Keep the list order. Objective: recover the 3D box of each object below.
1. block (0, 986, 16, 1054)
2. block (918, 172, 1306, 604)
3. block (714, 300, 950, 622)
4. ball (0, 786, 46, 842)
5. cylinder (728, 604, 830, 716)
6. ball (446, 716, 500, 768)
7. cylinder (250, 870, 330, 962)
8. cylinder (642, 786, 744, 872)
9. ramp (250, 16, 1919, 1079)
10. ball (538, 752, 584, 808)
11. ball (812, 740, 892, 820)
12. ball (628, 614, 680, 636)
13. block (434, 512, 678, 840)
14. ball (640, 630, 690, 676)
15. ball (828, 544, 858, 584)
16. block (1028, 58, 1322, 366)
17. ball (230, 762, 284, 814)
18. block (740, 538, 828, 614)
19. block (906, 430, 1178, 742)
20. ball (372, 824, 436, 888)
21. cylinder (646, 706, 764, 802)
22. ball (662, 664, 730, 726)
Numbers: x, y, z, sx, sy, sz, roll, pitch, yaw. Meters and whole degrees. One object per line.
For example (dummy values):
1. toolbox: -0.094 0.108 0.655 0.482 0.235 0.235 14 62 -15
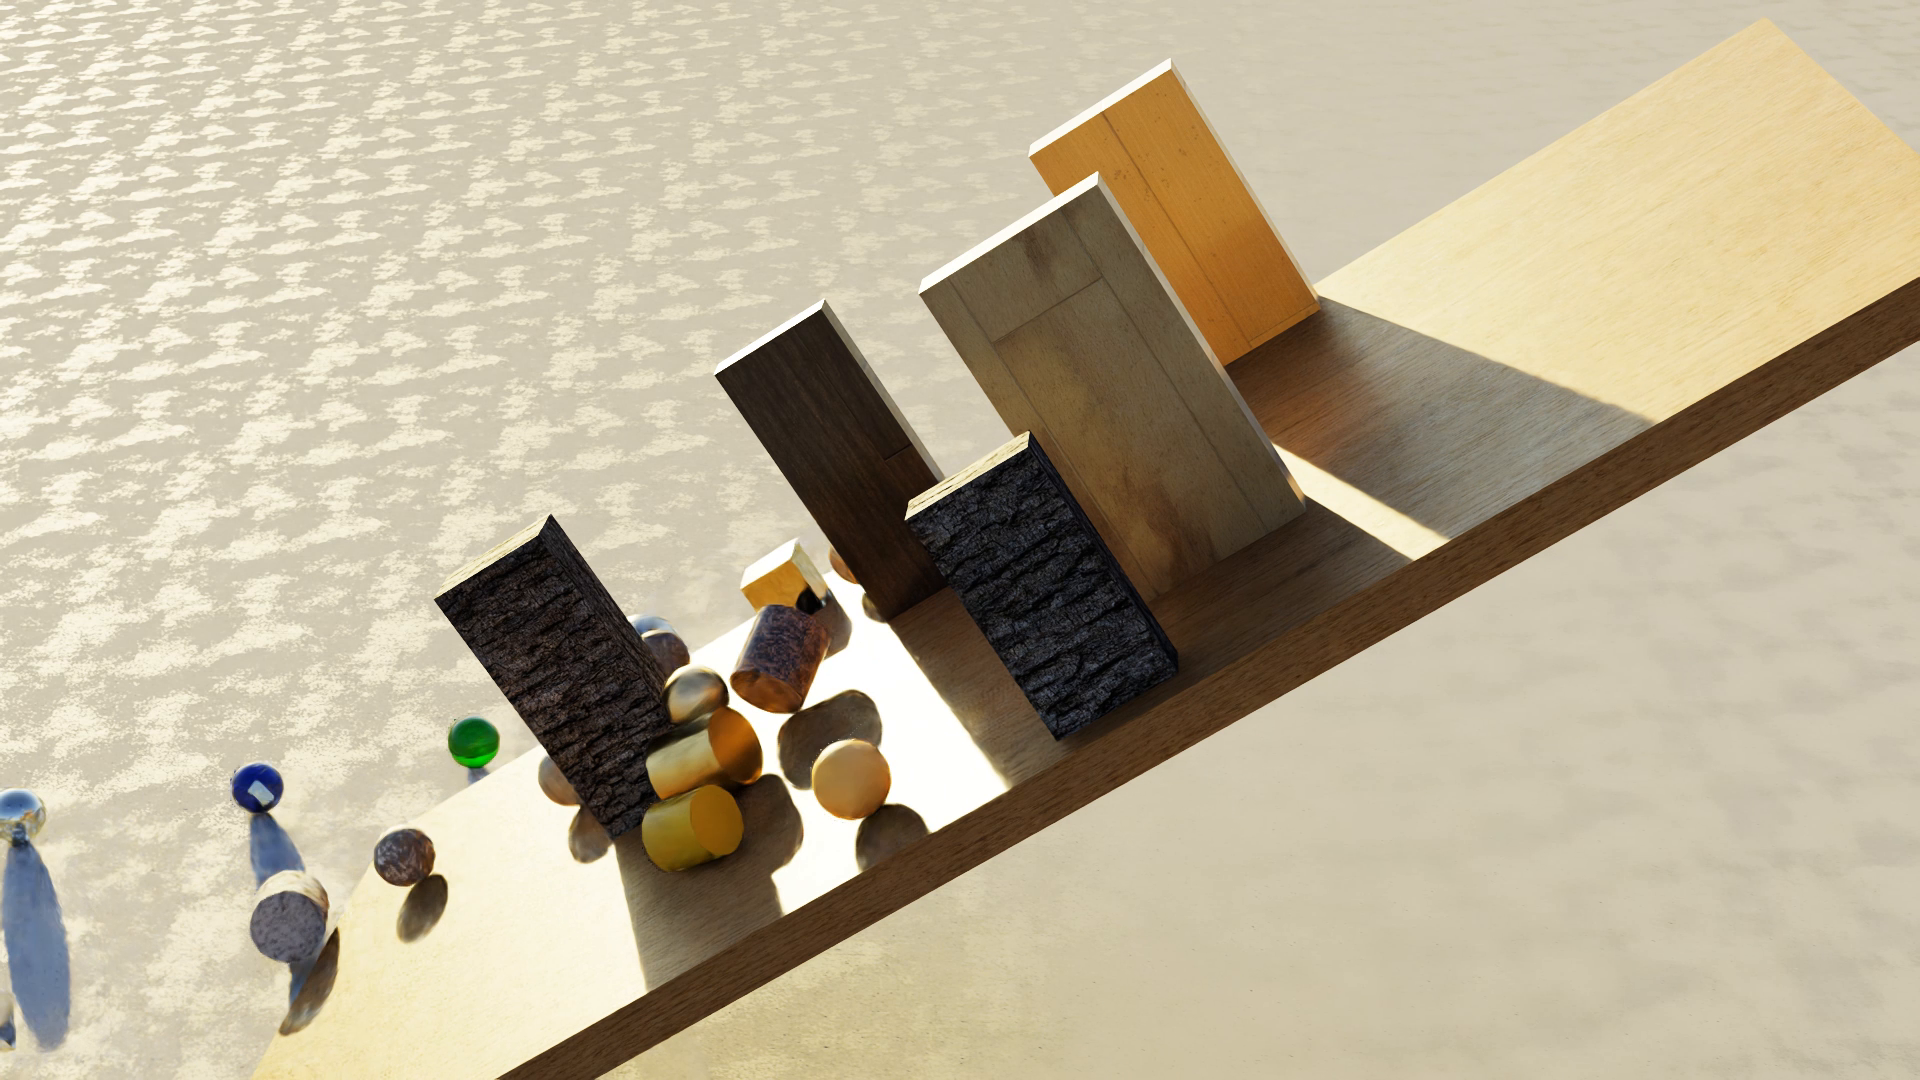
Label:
1. block: -2.252 1.104 6.743 0.129 0.129 0.129 -10 -24 -3
2. block: 0.299 -0.279 5.678 0.399 0.762 0.105 -31 15 14
3. block: -0.234 -0.174 6.612 0.287 0.694 0.082 -31 15 14
4. ball: -2.511 0.732 7.833 0.148 0.148 0.148 0 20 0
5. cylinder: -0.398 0.266 6.505 0.176 0.176 0.176 8 57 22
6. ball: -1.370 0.568 8.280 0.149 0.149 0.149 0 20 0
7. cylinder: -1.639 0.919 7.195 0.179 0.179 0.179 -3 10 -9
8. cylinder: -0.543 0.586 5.970 0.146 0.146 0.146 -22 3 38
9. ramp: 0.140 0.170 6.294 4.000 0.100 2.000 -31 15 14
10. ball: -0.907 0.545 6.848 0.154 0.154 0.154 0 20 0
11. ball: -0.208 0.460 5.636 0.155 0.155 0.155 0 20 0
12. ball: -0.810 0.287 7.563 0.195 0.195 0.195 0 20 0
13. block: -0.827 0.302 6.434 0.279 0.670 0.144 -31 15 14
14. ball: -0.745 0.297 7.280 0.151 0.151 0.151 0 20 0
15. ball: -0.241 0.032 7.044 0.149 0.149 0.149 0 20 0
16. block: 0.501 -0.728 6.835 0.381 0.664 0.124 -31 15 14
17. ball: -1.912 0.674 8.003 0.142 0.142 0.142 0 20 0
18. block: -0.427 0.116 7.180 0.147 0.147 0.147 -31 15 12
19. block: 0.152 0.086 5.349 0.260 0.509 0.101 -31 15 14
20. ball: -1.342 0.763 7.099 0.150 0.150 0.150 0 20 0
21. cylinder: -0.543 0.469 6.268 0.178 0.178 0.178 -26 7 29
22. ball: -0.571 0.341 6.364 0.144 0.144 0.144 0 20 0
